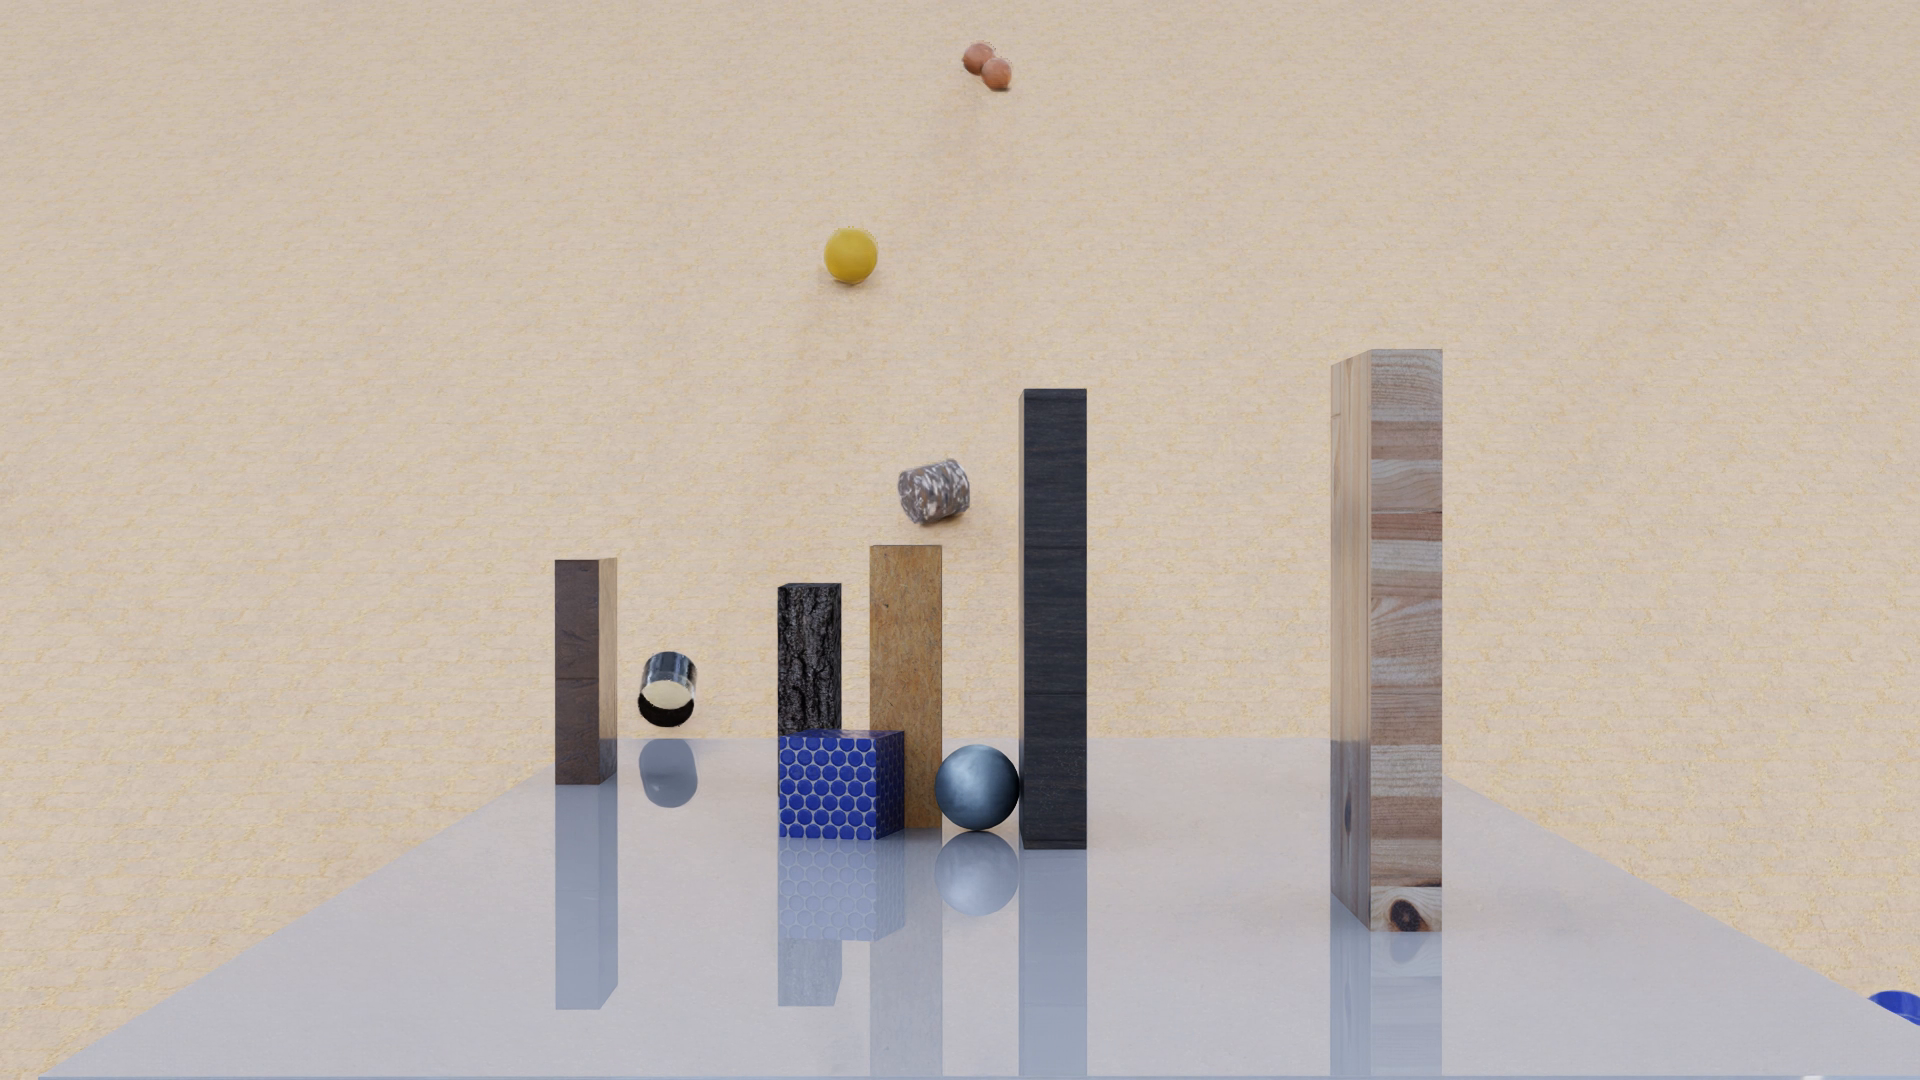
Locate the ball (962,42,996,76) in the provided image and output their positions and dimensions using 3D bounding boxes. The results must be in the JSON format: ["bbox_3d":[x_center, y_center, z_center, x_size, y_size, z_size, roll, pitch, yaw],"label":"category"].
[{"bbox_3d":[0.084,-2.145,11.533,0.148,0.148,0.148,0,29,0],"label":"ball"}]

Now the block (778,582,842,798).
[{"bbox_3d":[-0.313,0.306,5.410,0.114,0.424,0.363,0,1,0],"label":"block"}]

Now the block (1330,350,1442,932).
[{"bbox_3d":[0.609,0.136,3.717,0.097,0.795,0.383,0,1,0],"label":"block"}]

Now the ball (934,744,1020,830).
[{"bbox_3d":[0.031,0.447,4.675,0.155,0.155,0.155,0,29,0],"label":"ball"}]

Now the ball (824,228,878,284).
[{"bbox_3d":[-0.399,-1.037,9.439,0.199,0.199,0.199,0,29,0],"label":"ball"}]

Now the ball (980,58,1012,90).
[{"bbox_3d":[0.161,-2.048,11.364,0.138,0.138,0.138,0,29,0],"label":"ball"}]

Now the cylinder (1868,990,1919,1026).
[{"bbox_3d":[2.019,1.085,5.569,0.163,0.163,0.163,7,29,12],"label":"cylinder"}]

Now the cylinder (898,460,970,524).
[{"bbox_3d":[-0.078,-0.147,7.839,0.162,0.162,0.162,-15,32,-26],"label":"cylinder"}]

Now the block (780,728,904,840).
[{"bbox_3d":[-0.210,0.436,4.637,0.178,0.178,0.178,0,1,15],"label":"block"}]

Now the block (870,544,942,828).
[{"bbox_3d":[-0.100,0.267,4.850,0.131,0.513,0.270,0,1,0],"label":"block"}]

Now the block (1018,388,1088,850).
[{"bbox_3d":[0.162,0.133,4.595,0.107,0.785,0.396,0,1,0],"label":"block"}]

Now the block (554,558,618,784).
[{"bbox_3d":[-0.811,0.278,5.616,0.094,0.477,0.293,0,1,0],"label":"block"}]

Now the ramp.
[{"bbox_3d":[0.064,0.575,4.619,2.000,0.100,4.000,0,1,0],"label":"ramp"}]
